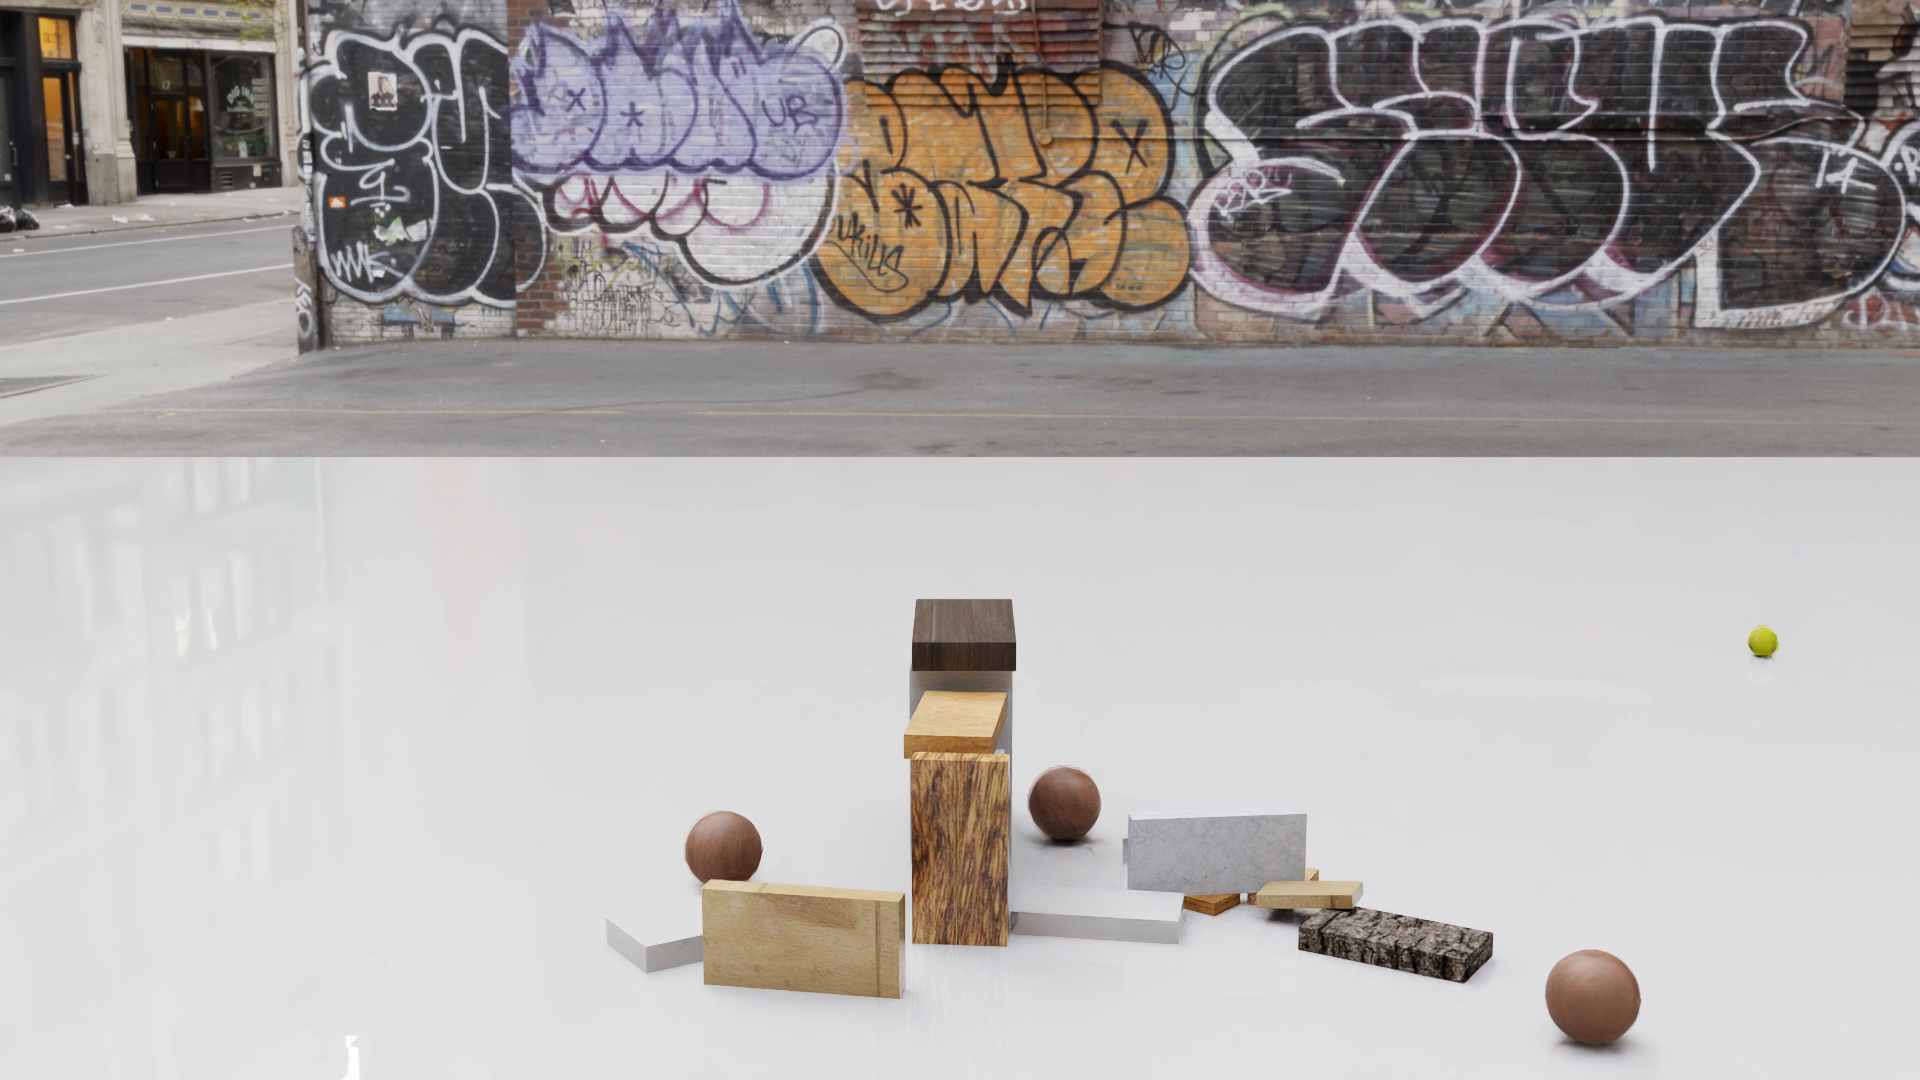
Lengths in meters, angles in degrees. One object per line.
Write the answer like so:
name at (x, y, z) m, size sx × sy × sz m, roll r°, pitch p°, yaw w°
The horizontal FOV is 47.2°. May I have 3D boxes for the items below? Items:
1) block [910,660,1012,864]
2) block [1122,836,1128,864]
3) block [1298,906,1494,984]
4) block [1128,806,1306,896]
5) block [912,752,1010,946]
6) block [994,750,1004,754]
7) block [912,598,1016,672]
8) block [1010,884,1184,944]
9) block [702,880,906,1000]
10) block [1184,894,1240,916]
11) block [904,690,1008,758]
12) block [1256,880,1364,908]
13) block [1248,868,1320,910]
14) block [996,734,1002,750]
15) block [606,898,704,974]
block at (0.002, 0.384, 3.809) m, size 0.176 × 0.353 × 0.050 m, roll 0°, pitch 11°, yaw 0°
block at (0.328, 0.537, 3.826) m, size 0.092 × 0.046 × 0.013 m, roll -1°, pitch 11°, yaw -7°
block at (0.673, 0.621, 3.402) m, size 0.266 × 0.038 × 0.133 m, roll 6°, pitch 12°, yaw 31°
block at (0.421, 0.512, 3.607) m, size 0.289 × 0.133 × 0.038 m, roll -1°, pitch 11°, yaw -6°
block at (0.001, 0.482, 3.430) m, size 0.149 × 0.299 × 0.042 m, roll 1°, pitch 11°, yaw 5°
block at (0.001, 0.475, 3.526) m, size 0.139 × 0.278 × 0.039 m, roll 0°, pitch 11°, yaw 0°
block at (0.007, 0.165, 3.887) m, size 0.176 × 0.050 × 0.353 m, roll 0°, pitch 10°, yaw 0°
block at (0.222, 0.598, 3.523) m, size 0.265 × 0.038 × 0.133 m, roll 2°, pitch 11°, yaw 10°
block at (-0.231, 0.590, 3.258) m, size 0.299 × 0.149 × 0.042 m, roll 2°, pitch 11°, yaw 11°
block at (0.376, 0.584, 3.638) m, size 0.156 × 0.022 × 0.078 m, roll 9°, pitch 14°, yaw 39°
block at (-0.004, 0.302, 3.591) m, size 0.139 × 0.039 × 0.278 m, roll 1°, pitch 11°, yaw 6°
block at (0.562, 0.570, 3.535) m, size 0.156 × 0.022 × 0.078 m, roll -4°, pitch 7°, yaw 23°
block at (0.540, 0.578, 3.671) m, size 0.078 × 0.022 × 0.156 m, roll 5°, pitch 12°, yaw 24°
block at (0.002, 0.441, 3.708) m, size 0.139 × 0.278 × 0.039 m, roll 0°, pitch 10°, yaw 0°
block at (-0.387, 0.608, 3.458) m, size 0.299 × 0.042 × 0.149 m, roll -7°, pitch 12°, yaw -32°
